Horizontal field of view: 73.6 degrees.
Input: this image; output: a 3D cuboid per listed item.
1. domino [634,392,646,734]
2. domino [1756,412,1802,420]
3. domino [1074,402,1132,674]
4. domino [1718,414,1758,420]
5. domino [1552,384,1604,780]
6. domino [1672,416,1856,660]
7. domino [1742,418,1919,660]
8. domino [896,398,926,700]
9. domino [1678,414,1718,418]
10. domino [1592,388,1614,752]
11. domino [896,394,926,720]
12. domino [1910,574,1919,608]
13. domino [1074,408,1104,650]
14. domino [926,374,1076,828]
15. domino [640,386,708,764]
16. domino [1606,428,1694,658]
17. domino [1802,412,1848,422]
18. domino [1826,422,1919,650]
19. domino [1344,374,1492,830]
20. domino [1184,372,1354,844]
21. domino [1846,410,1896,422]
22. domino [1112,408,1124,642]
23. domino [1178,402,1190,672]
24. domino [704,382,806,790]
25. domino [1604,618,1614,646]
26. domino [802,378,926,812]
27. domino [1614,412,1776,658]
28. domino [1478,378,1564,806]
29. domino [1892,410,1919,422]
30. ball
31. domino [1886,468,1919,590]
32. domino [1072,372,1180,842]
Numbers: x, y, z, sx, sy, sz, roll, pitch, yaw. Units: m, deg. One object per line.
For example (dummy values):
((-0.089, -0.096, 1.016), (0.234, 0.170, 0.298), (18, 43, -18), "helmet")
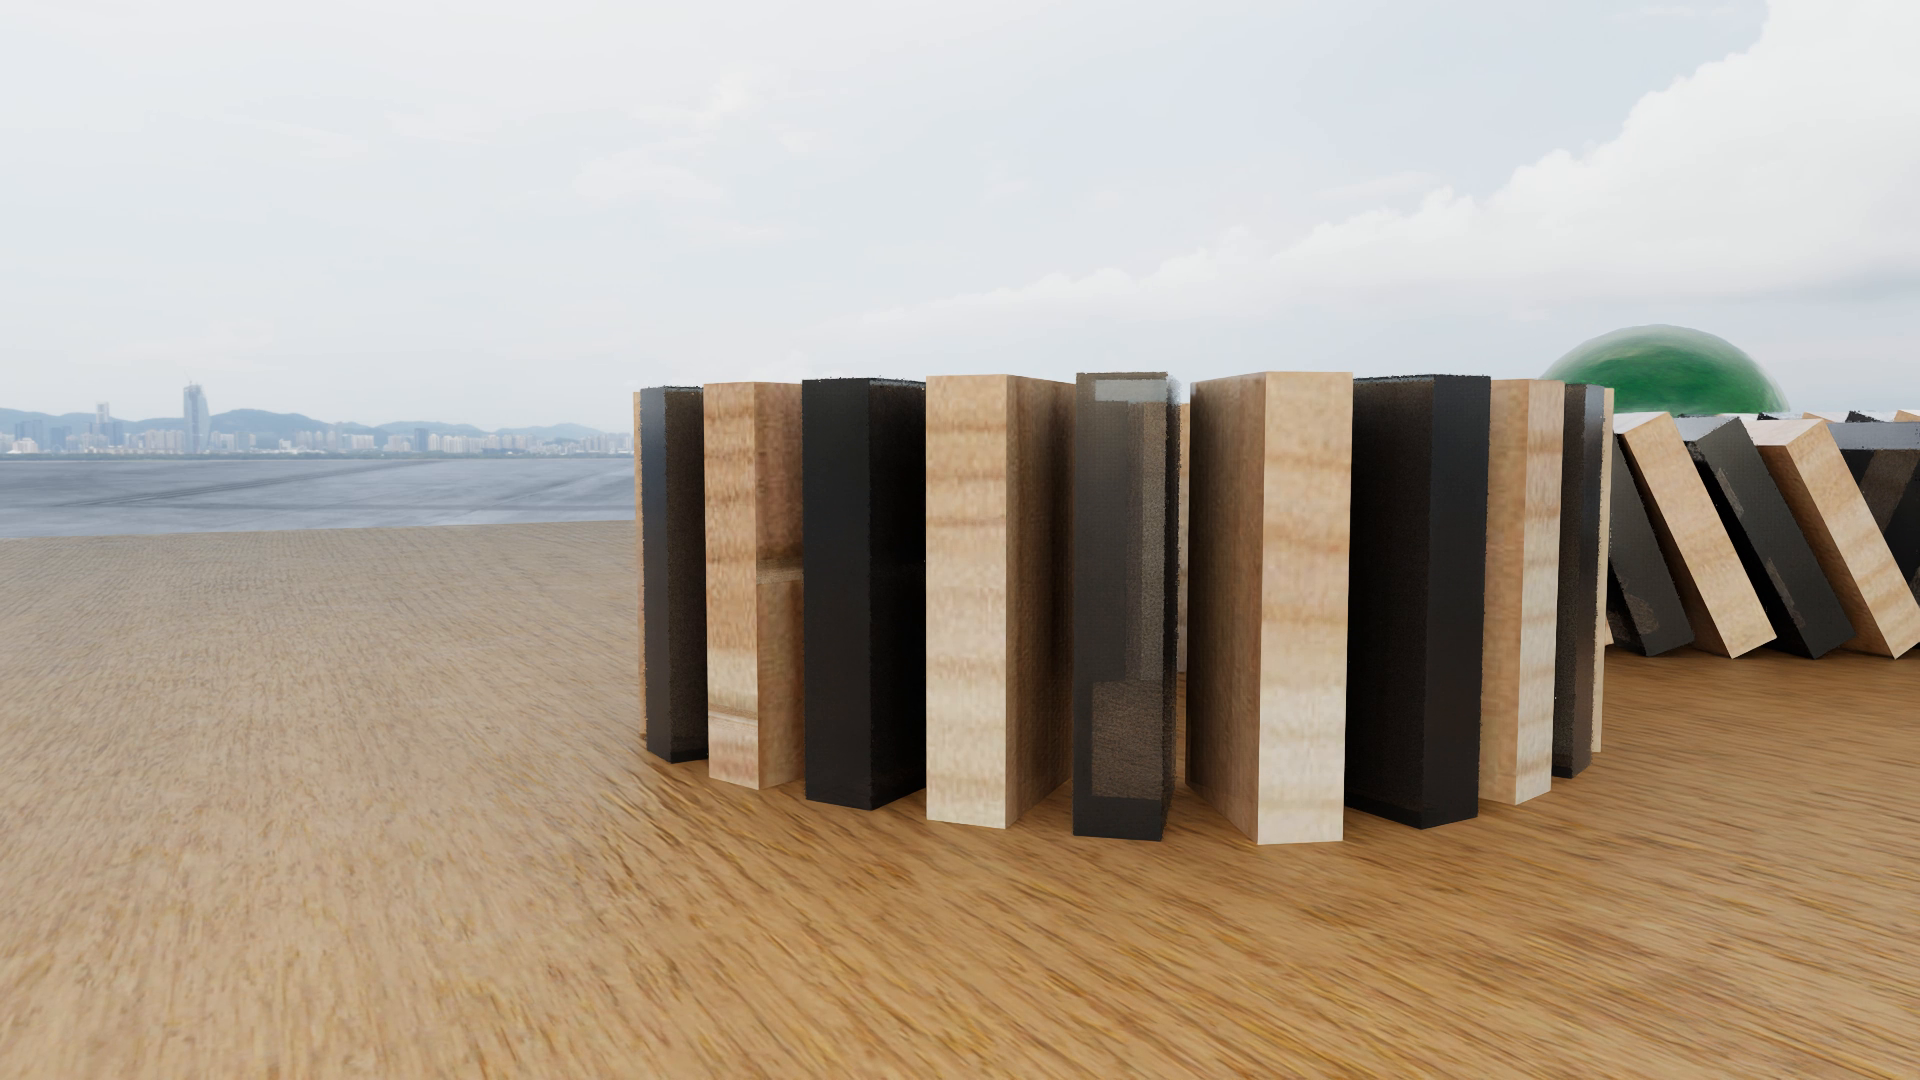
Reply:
((-0.036, 0.003, 0.194), (0.025, 0.050, 0.010), (-1, 4, -9), "domino")
((0.205, -0.007, 0.326), (0.025, 0.050, 0.010), (-2, 25, -28), "domino")
((0.024, -0.001, 0.248), (0.010, 0.050, 0.025), (-1, 4, -15), "domino")
((0.200, -0.008, 0.335), (0.025, 0.050, 0.009), (-2, 25, -28), "domino")
((0.071, 0.005, 0.173), (0.025, 0.050, 0.010), (3, 6, 39), "domino")
((0.160, -0.001, 0.264), (0.009, 0.050, 0.025), (-30, 4, 2), "domino")
((0.174, -0.001, 0.263), (0.010, 0.050, 0.025), (-33, 9, -5), "domino")
((0.000, 0.001, 0.216), (0.025, 0.050, 0.010), (0, 4, 1), "domino")
((0.195, -0.008, 0.344), (0.025, 0.050, 0.010), (-2, 25, -28), "domino")
((0.079, 0.004, 0.185), (0.025, 0.050, 0.009), (2, 5, 27), "domino")
((0.000, 0.002, 0.201), (0.025, 0.050, 0.010), (0, 4, 0), "domino")
((0.227, -0.004, 0.280), (0.025, 0.050, 0.010), (-2, 25, -27), "domino")
((0.024, -0.003, 0.277), (0.010, 0.050, 0.025), (0, 4, -3), "domino")
((0.005, 0.006, 0.153), (0.009, 0.050, 0.025), (2, 5, 22), "domino")
((-0.031, 0.004, 0.180), (0.025, 0.050, 0.010), (-3, 5, -33), "domino")
((0.133, -0.002, 0.267), (0.009, 0.050, 0.025), (-22, 2, 7), "domino")
((0.210, -0.006, 0.317), (0.025, 0.050, 0.009), (-2, 25, -28), "domino")
((0.190, 0.000, 0.261), (0.010, 0.050, 0.025), (-39, 21, -21), "domino")
((0.049, 0.006, 0.153), (0.009, 0.050, 0.025), (-3, 5, -31), "domino")
((0.035, 0.006, 0.148), (0.009, 0.050, 0.025), (-1, 4, -8), "domino")
((0.215, -0.006, 0.308), (0.025, 0.050, 0.010), (-2, 25, -28), "domino")
((0.039, -0.003, 0.277), (0.009, 0.050, 0.025), (0, 4, 0), "domino")
((0.039, -0.001, 0.251), (0.010, 0.050, 0.025), (0, 4, -3), "domino")
((-0.020, 0.005, 0.169), (0.010, 0.050, 0.025), (4, 6, 40), "domino")
((0.121, -0.003, 0.269), (0.010, 0.050, 0.025), (-17, 2, 9), "domino")
((-0.008, 0.006, 0.160), (0.010, 0.050, 0.025), (3, 5, 30), "domino")
((0.147, -0.002, 0.265), (0.010, 0.050, 0.025), (-27, 2, 5), "domino")
((0.061, 0.005, 0.162), (0.010, 0.050, 0.025), (-4, 6, -42), "domino")
((0.220, -0.005, 0.299), (0.025, 0.050, 0.010), (-2, 25, -28), "domino")
((0.217, -0.028, 0.405), (0.080, 0.080, 0.080), (0, 4, 0), "ball")
((0.223, -0.004, 0.290), (0.025, 0.050, 0.009), (-2, 25, -27), "domino")
((0.020, 0.006, 0.149), (0.009, 0.050, 0.025), (1, 4, 13), "domino")
